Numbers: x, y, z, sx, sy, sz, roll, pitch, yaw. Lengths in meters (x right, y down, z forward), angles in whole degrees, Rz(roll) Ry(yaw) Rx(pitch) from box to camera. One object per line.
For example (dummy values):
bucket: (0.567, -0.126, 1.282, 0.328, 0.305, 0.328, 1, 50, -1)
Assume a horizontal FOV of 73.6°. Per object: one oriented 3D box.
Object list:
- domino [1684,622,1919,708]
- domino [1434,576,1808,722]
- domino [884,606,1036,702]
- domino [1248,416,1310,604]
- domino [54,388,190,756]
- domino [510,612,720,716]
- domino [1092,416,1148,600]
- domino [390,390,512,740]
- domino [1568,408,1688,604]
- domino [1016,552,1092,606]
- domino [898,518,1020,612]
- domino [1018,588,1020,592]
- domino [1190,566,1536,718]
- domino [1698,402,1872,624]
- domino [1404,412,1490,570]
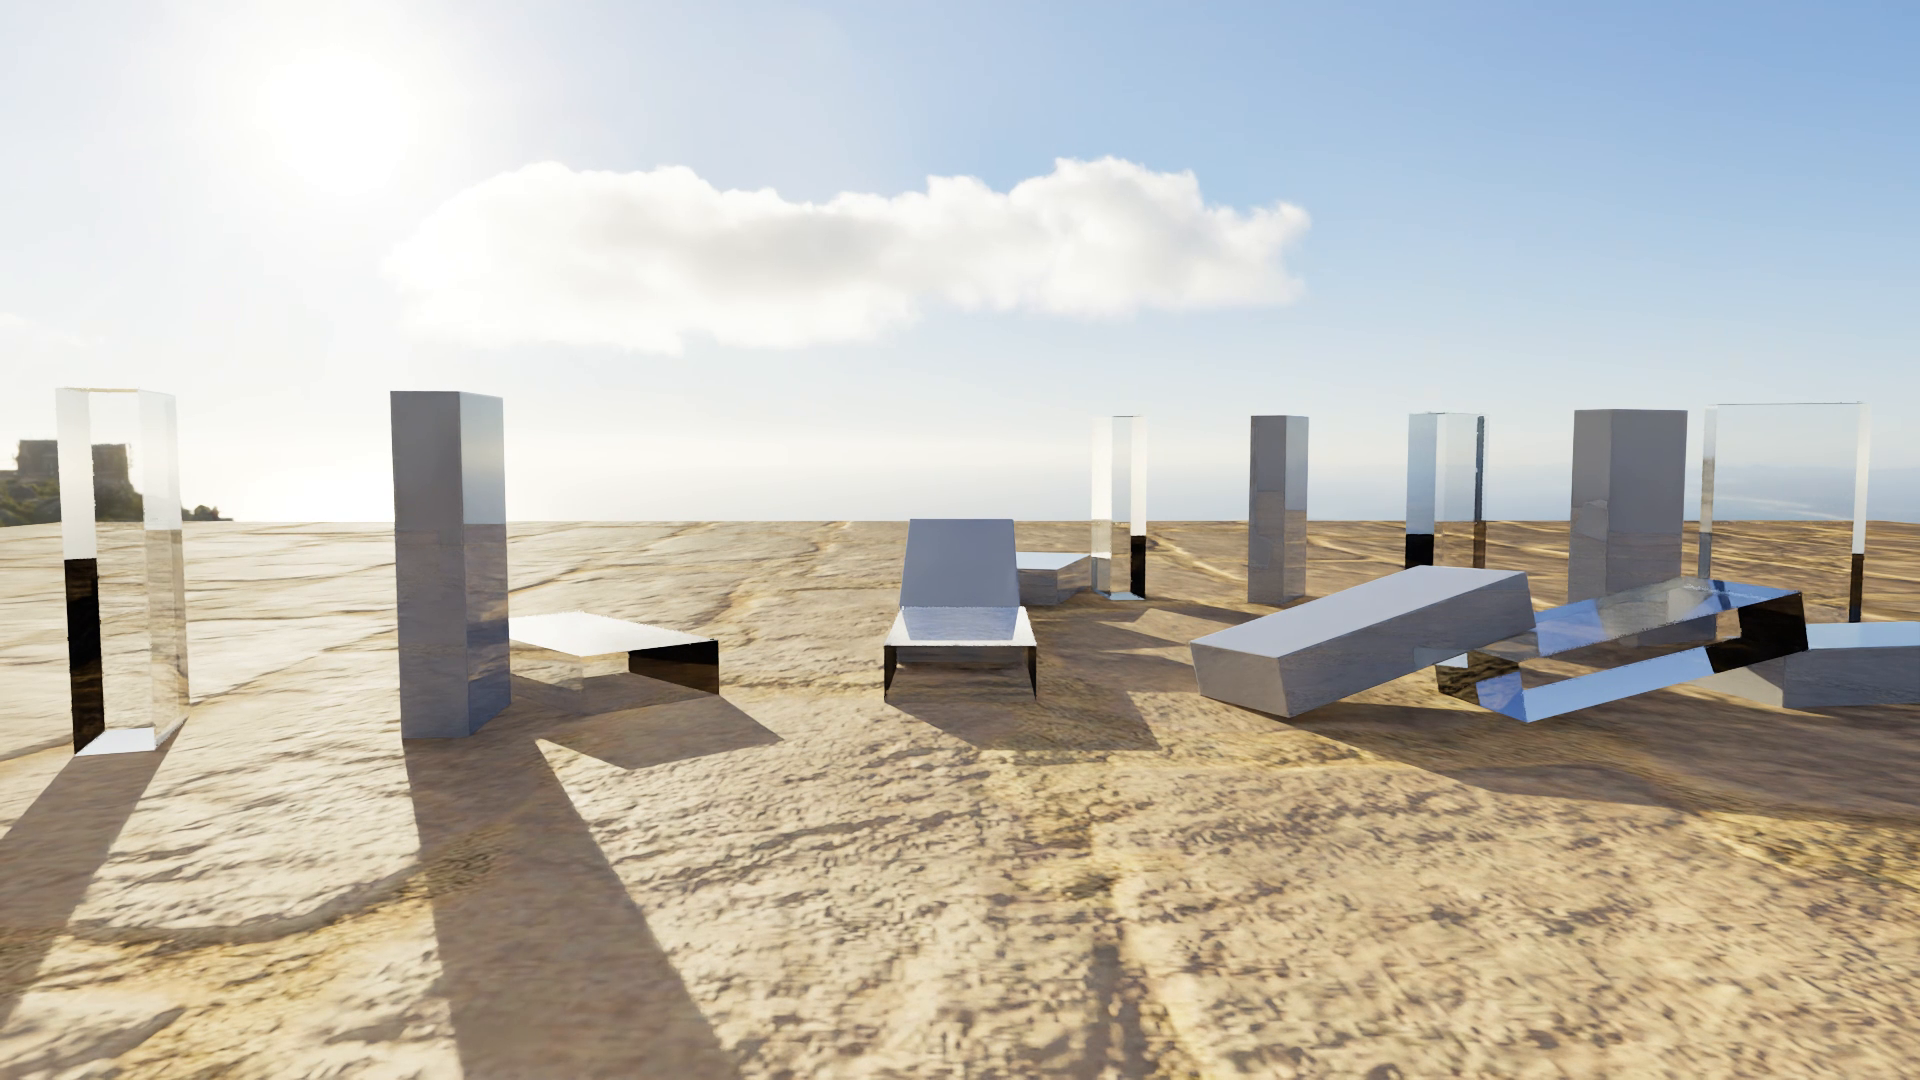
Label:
domino: (0.155, 0.021, 0.223, 0.050, 0.010, 0.025, -1, 4, -10)
domino: (0.108, 0.017, 0.212, 0.050, 0.009, 0.025, -12, 6, -9)
domino: (0.000, 0.020, 0.236, 0.025, 0.010, 0.050, 0, 4, 1)
domino: (0.087, -0.009, 0.351, 0.010, 0.050, 0.025, 2, 5, 28)
domino: (-0.121, 0.004, 0.187, 0.009, 0.050, 0.025, -2, 5, -21)
domino: (-0.067, 0.021, 0.227, 0.025, 0.010, 0.050, -4, 6, -43)
domino: (0.045, -0.010, 0.361, 0.009, 0.050, 0.025, -1, 4, -7)
domino: (-0.077, 0.003, 0.196, 0.009, 0.050, 0.025, 0, 4, -6)
domino: (0.150, -0.004, 0.288, 0.025, 0.050, 0.010, -2, 5, -26)
domino: (0.021, 0.010, 0.366, 0.025, 0.009, 0.050, 1, 4, 16)
domino: (0.000, 0.009, 0.289, 0.025, 0.009, 0.050, 0, 22, 1)
domino: (0.001, 0.009, 0.321, 0.025, 0.009, 0.050, 0, 16, 0)
domino: (0.067, 0.016, 0.214, 0.050, 0.010, 0.025, -16, 7, -20)
domino: (0.157, -0.001, 0.245, 0.025, 0.050, 0.009, 1, 5, 18)
domino: (0.123, -0.007, 0.324, 0.025, 0.050, 0.009, -4, 6, -45)
